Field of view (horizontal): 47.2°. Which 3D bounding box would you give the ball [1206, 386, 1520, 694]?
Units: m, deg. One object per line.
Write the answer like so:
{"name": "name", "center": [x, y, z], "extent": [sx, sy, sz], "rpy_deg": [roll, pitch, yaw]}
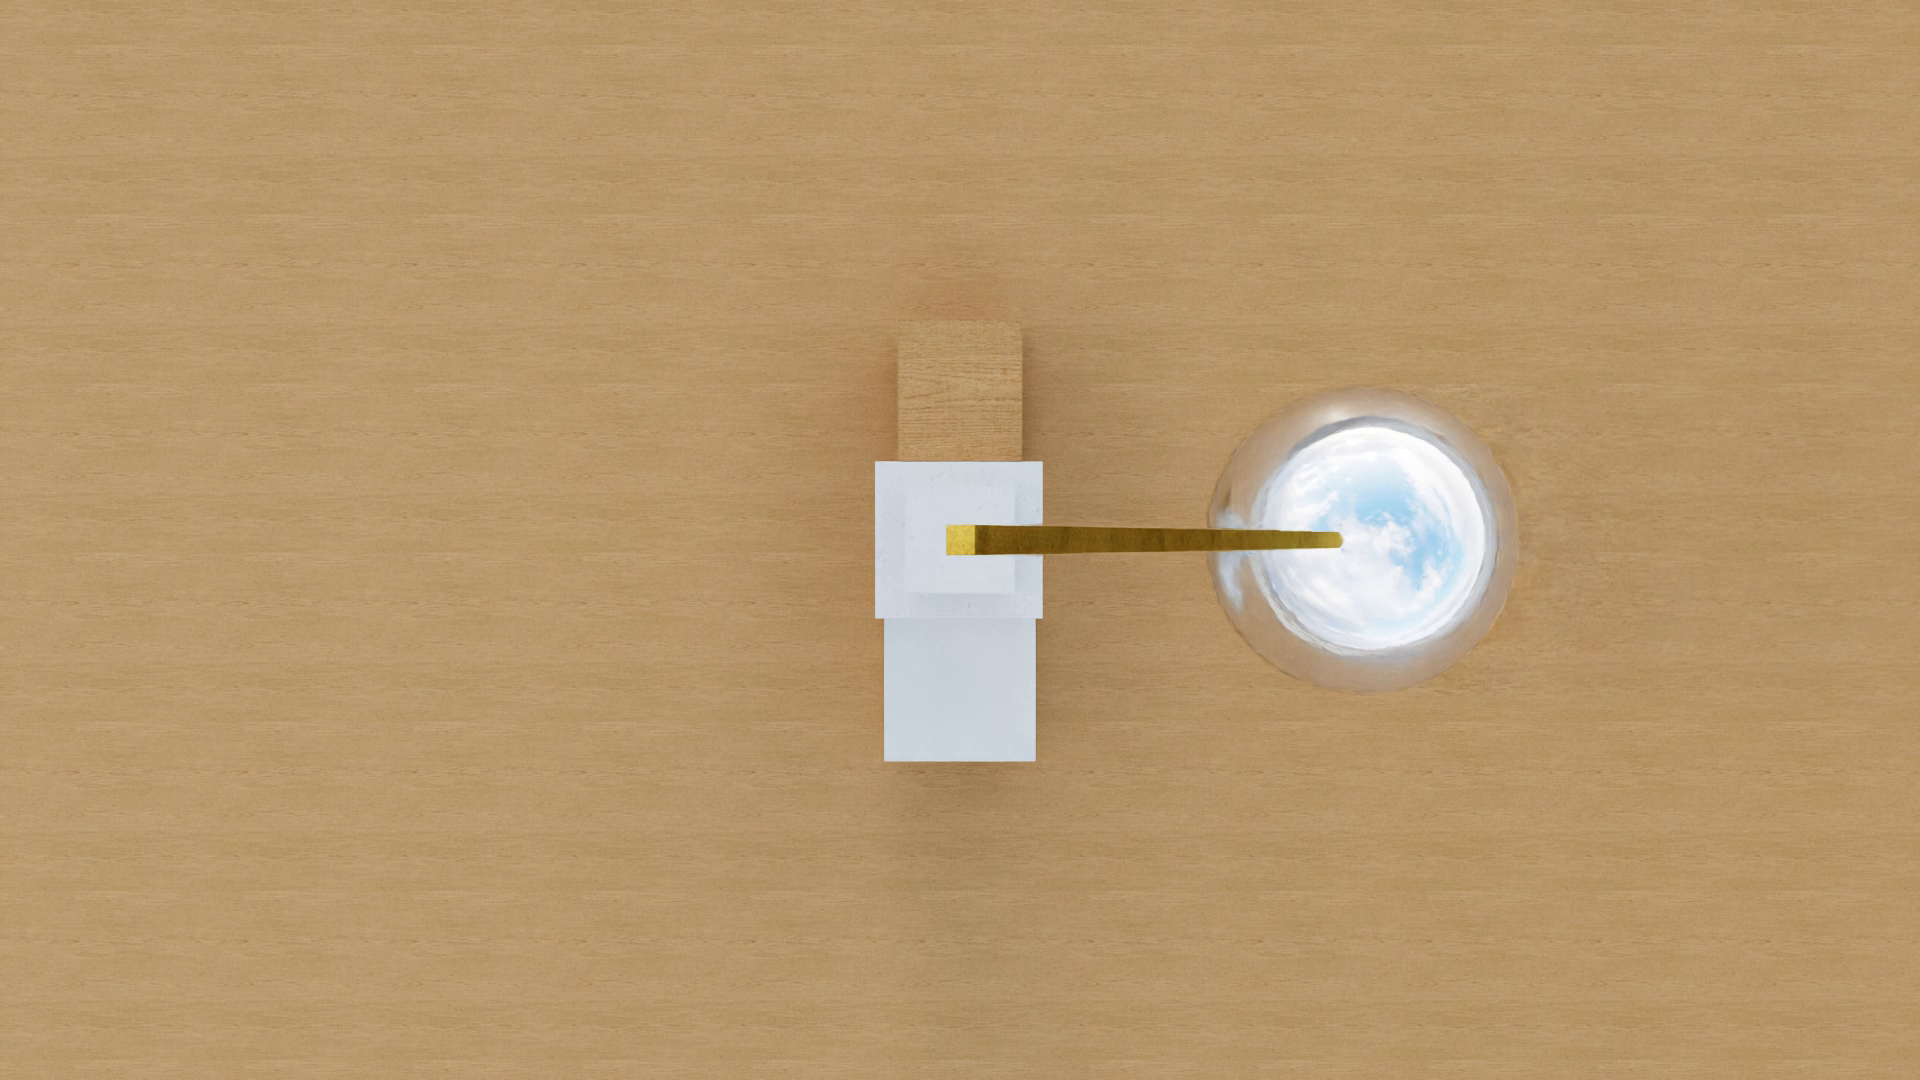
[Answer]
{"name": "ball", "center": [2.074, 0.000, 11.400], "extent": [1.600, 1.600, 1.600], "rpy_deg": [0, 90, 0]}

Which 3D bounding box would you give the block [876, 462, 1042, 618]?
{"name": "block", "center": [-0.006, 0.000, 11.901], "extent": [0.877, 0.721, 0.822], "rpy_deg": [0, 90, 0]}

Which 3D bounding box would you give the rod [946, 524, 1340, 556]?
{"name": "rod", "center": [0.899, 0.000, 8.209], "extent": [0.080, 5.200, 0.080], "rpy_deg": [0, 90, 20]}

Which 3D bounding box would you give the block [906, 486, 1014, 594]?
{"name": "block", "center": [0.000, 0.000, 11.245], "extent": [0.545, 0.592, 0.532], "rpy_deg": [0, 90, 0]}

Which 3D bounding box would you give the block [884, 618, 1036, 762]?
{"name": "block", "center": [-0.001, 0.806, 12.632], "extent": [0.843, 0.737, 0.856], "rpy_deg": [0, 90, 0]}

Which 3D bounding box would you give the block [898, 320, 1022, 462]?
{"name": "block", "center": [0.001, -0.837, 12.638], "extent": [0.692, 0.725, 0.793], "rpy_deg": [0, 90, 0]}
